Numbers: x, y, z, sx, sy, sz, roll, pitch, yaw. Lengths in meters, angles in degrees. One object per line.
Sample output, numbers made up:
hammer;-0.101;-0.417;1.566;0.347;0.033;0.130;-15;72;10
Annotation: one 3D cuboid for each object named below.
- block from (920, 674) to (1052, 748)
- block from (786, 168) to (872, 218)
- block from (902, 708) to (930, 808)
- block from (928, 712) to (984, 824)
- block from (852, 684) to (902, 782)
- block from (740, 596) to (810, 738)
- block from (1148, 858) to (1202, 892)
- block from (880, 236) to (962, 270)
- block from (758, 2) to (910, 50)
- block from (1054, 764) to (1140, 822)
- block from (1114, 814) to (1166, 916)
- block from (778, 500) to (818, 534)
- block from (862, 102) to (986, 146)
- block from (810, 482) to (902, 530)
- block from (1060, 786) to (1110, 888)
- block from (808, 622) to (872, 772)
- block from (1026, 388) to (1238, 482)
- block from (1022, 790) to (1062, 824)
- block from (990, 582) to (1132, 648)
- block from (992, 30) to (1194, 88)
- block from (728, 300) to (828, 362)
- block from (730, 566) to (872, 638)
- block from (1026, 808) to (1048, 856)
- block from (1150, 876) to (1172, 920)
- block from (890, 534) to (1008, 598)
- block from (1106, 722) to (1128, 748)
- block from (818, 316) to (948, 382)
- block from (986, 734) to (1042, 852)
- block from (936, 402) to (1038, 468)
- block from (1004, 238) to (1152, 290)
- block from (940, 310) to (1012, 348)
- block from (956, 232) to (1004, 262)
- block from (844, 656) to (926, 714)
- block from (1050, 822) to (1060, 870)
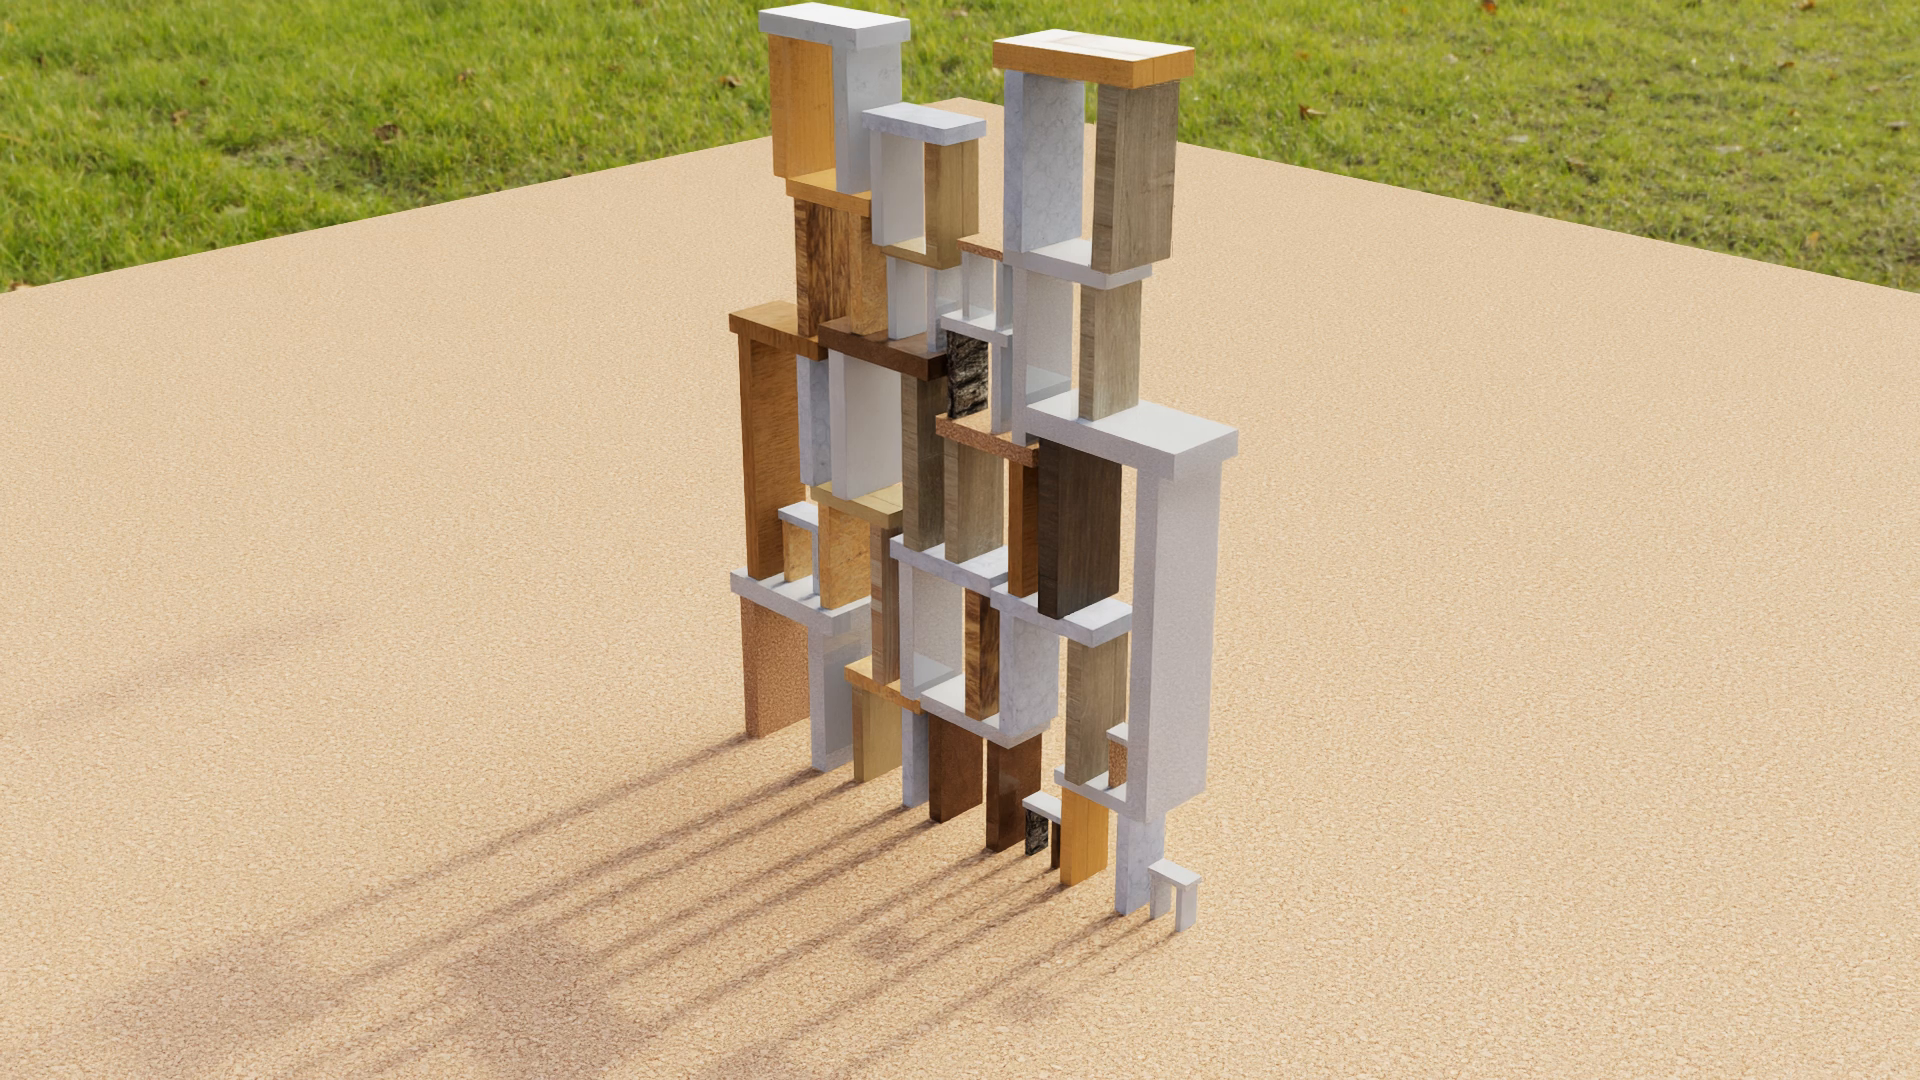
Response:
block;0.050;0.334;4.314;0.240;0.034;0.120;21;31;40
block;-0.210;-0.659;4.166;0.117;0.033;0.234;-21;31;-40
block;-0.067;0.425;4.476;0.031;0.221;0.111;21;31;41
block;-0.008;0.438;4.420;0.034;0.240;0.120;21;31;41
block;-0.171;0.384;4.572;0.031;0.221;0.111;21;31;41
block;-0.392;0.251;4.755;0.046;0.324;0.162;21;31;41
block;0.396;0.617;4.055;0.092;0.013;0.046;21;31;41
block;-0.064;-0.533;4.068;0.161;0.023;0.081;21;31;40
block;-0.235;-0.954;4.078;0.270;0.038;0.135;21;31;41
block;0.288;0.458;4.108;0.104;0.030;0.209;-21;31;-41
block;0.337;0.587;4.109;0.030;0.209;0.104;21;31;41
block;-0.305;-0.045;4.545;0.137;0.019;0.068;21;31;41
block;-0.065;-0.751;3.968;0.213;0.030;0.107;21;31;41
block;-0.179;-0.082;4.377;0.115;0.033;0.229;-21;31;-40
block;0.239;0.549;4.200;0.030;0.209;0.104;21;31;41
block;-0.239;0.311;4.614;0.046;0.324;0.162;21;31;41
block;0.296;-0.190;3.824;0.341;0.048;0.171;21;31;41
block;0.175;0.518;4.258;0.103;0.015;0.051;21;31;41
block;0.192;0.125;4.063;0.256;0.036;0.128;21;31;41
block;0.219;-0.798;3.639;0.309;0.044;0.154;19;30;41
block;-0.323;-0.420;4.393;0.135;0.038;0.270;-22;31;-41
block;-0.316;0.111;4.612;0.324;0.046;0.162;21;31;41
block;0.151;0.563;4.303;0.015;0.103;0.051;21;31;41
block;0.374;0.657;4.095;0.013;0.092;0.046;21;31;41
block;0.007;0.034;4.236;0.135;0.038;0.271;-21;31;-40
block;0.320;0.364;4.026;0.097;0.014;0.049;21;31;40
block;-0.113;-0.375;4.192;0.152;0.043;0.304;-21;31;-40
block;0.106;0.482;4.316;0.120;0.240;0.034;-21;31;-41
block;0.086;-0.197;4.051;0.124;0.035;0.247;-22;31;-40
block;0.202;-0.482;3.793;0.120;0.034;0.239;-21;31;-40
block;0.054;-0.388;3.995;0.168;0.024;0.084;21;31;40
block;0.062;-0.523;3.932;0.064;0.018;0.128;-21;31;-40
block;-0.119;0.288;4.474;0.221;0.031;0.111;21;31;41
block;0.199;0.582;4.259;0.015;0.103;0.051;21;31;41
